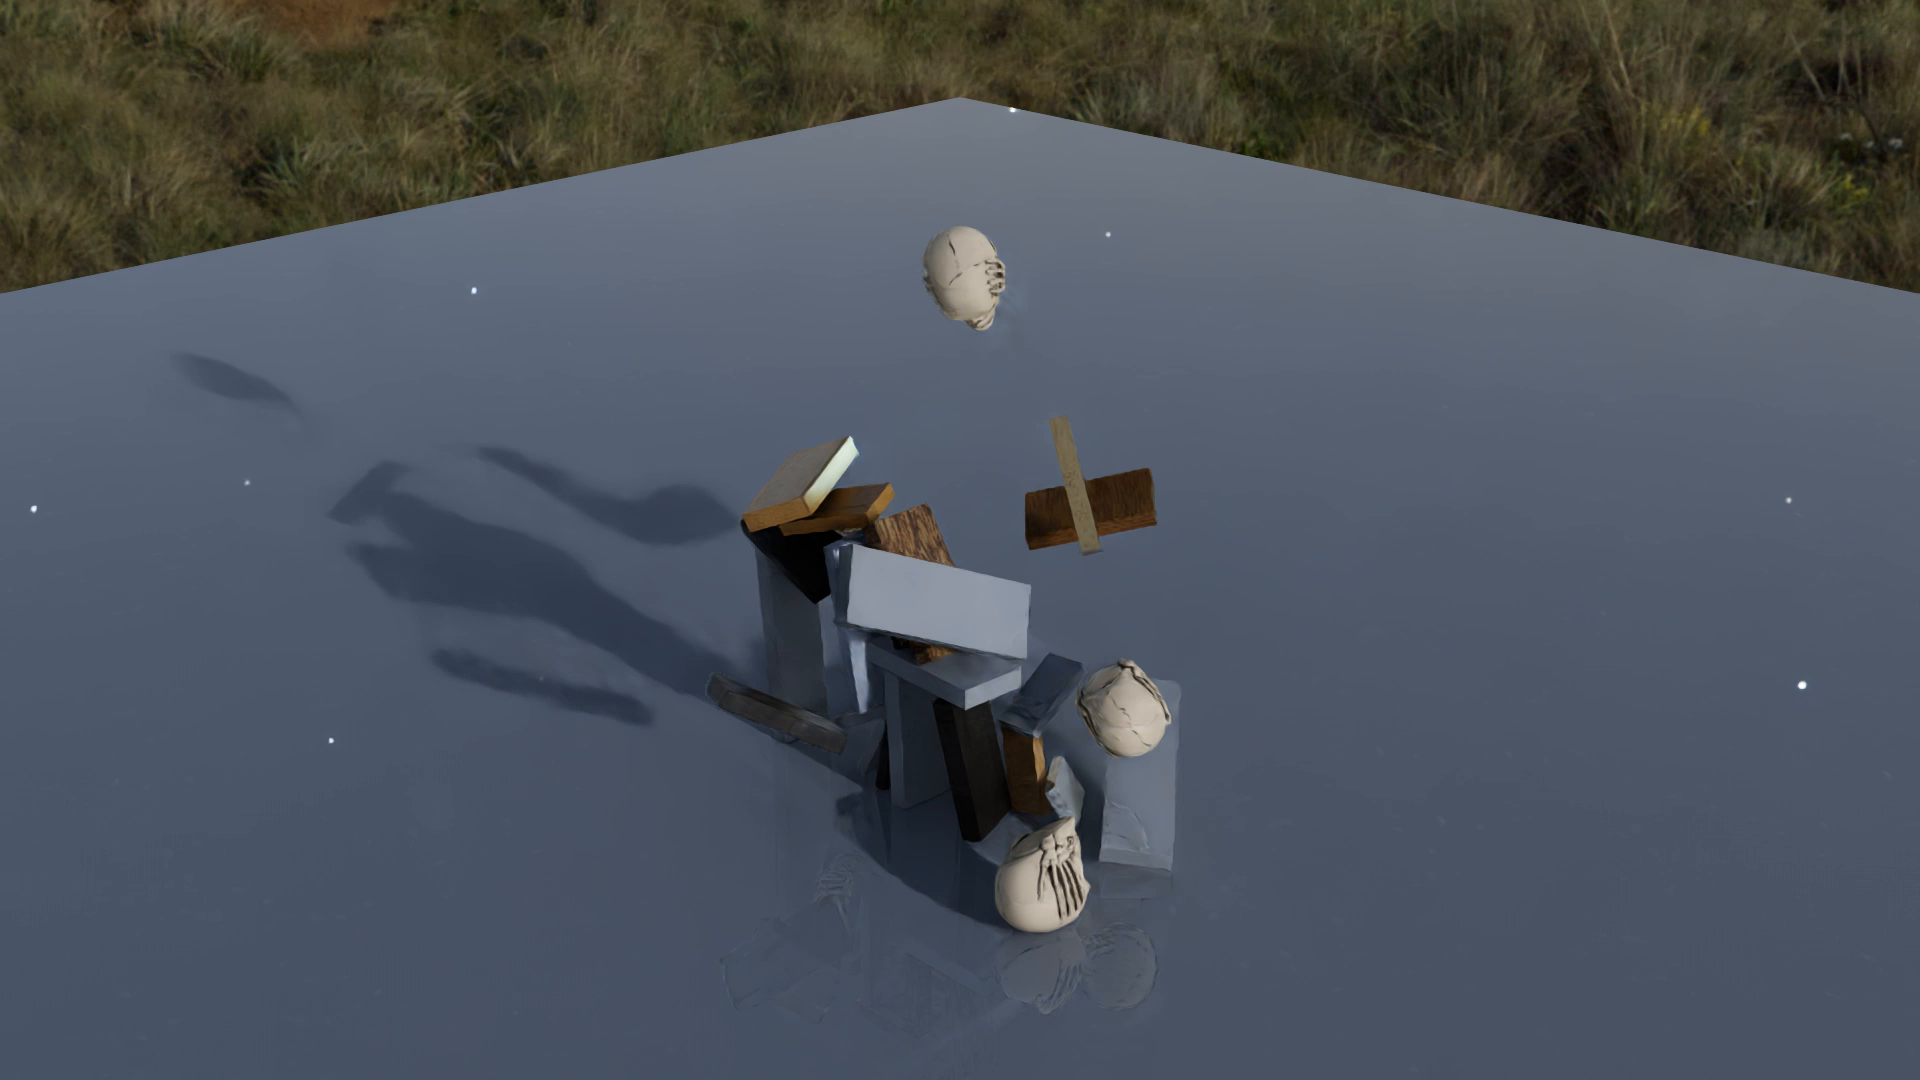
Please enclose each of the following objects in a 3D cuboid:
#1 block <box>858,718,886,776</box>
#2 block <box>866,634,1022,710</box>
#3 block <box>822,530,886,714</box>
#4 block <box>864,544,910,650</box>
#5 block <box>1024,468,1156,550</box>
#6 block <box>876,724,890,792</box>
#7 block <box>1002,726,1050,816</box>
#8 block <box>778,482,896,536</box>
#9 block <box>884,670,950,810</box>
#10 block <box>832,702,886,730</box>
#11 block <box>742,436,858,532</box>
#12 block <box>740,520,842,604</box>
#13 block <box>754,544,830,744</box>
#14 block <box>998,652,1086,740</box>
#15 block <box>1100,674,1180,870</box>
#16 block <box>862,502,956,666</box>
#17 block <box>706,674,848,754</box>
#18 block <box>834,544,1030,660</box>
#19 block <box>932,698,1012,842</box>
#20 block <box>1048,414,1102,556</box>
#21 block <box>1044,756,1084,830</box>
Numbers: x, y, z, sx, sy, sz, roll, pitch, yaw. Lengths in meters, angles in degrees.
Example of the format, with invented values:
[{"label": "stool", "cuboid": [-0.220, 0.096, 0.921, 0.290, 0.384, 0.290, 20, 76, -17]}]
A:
[{"label": "block", "cuboid": [-0.150, 0.414, 4.570, 0.087, 0.175, 0.025, -22, 60, -38]}, {"label": "block", "cuboid": [-0.034, 0.246, 4.362, 0.148, 0.042, 0.297, -19, 30, -38]}, {"label": "block", "cuboid": [-0.196, 0.165, 4.423, 0.110, 0.359, 0.031, -25, 26, -37]}, {"label": "block", "cuboid": [-0.110, 0.097, 4.384, 0.110, 0.220, 0.031, -21, 8, -40]}, {"label": "block", "cuboid": [0.280, -0.067, 4.736, 0.279, 0.040, 0.139, -12, 42, 12]}, {"label": "block", "cuboid": [-0.122, 0.428, 4.526, 0.087, 0.175, 0.025, -20, 43, -39]}, {"label": "block", "cuboid": [0.132, 0.458, 4.414, 0.026, 0.180, 0.090, -15, 13, -39]}, {"label": "block", "cuboid": [-0.250, -0.062, 4.448, 0.220, 0.031, 0.110, -6, 32, 32]}, {"label": "block", "cuboid": [-0.077, 0.384, 4.474, 0.148, 0.297, 0.042, -20, 27, -39]}, {"label": "block", "cuboid": [-0.177, 0.352, 4.530, 0.175, 0.025, 0.087, -20, 4, 45]}, {"label": "block", "cuboid": [-0.326, -0.116, 4.511, 0.147, 0.042, 0.293, -15, 21, 24]}, {"label": "block", "cuboid": [-0.324, 0.010, 4.522, 0.131, 0.037, 0.262, -35, 53, -17]}, {"label": "block", "cuboid": [-0.358, 0.198, 4.701, 0.037, 0.461, 0.131, 14, 26, 41]}, {"label": "block", "cuboid": [0.166, 0.310, 4.386, 0.090, 0.026, 0.180, 18, 60, 41]}, {"label": "block", "cuboid": [0.364, 0.458, 4.416, 0.140, 0.040, 0.484, 6, 40, 3]}, {"label": "block", "cuboid": [-0.072, 0.086, 4.342, 0.147, 0.293, 0.042, -21, -3, -40]}, {"label": "block", "cuboid": [-0.355, 0.337, 4.262, 0.262, 0.037, 0.131, 24, 2, -20]}, {"label": "block", "cuboid": [-0.047, 0.121, 4.159, 0.427, 0.147, 0.042, 14, -16, -37]}, {"label": "block", "cuboid": [0.026, 0.430, 4.364, 0.042, 0.297, 0.148, -3, 19, 28]}, {"label": "block", "cuboid": [0.238, -0.111, 4.529, 0.040, 0.279, 0.140, -14, -5, 4]}, {"label": "block", "cuboid": [0.210, 0.505, 4.402, 0.025, 0.090, 0.180, -30, 10, 14]}]
